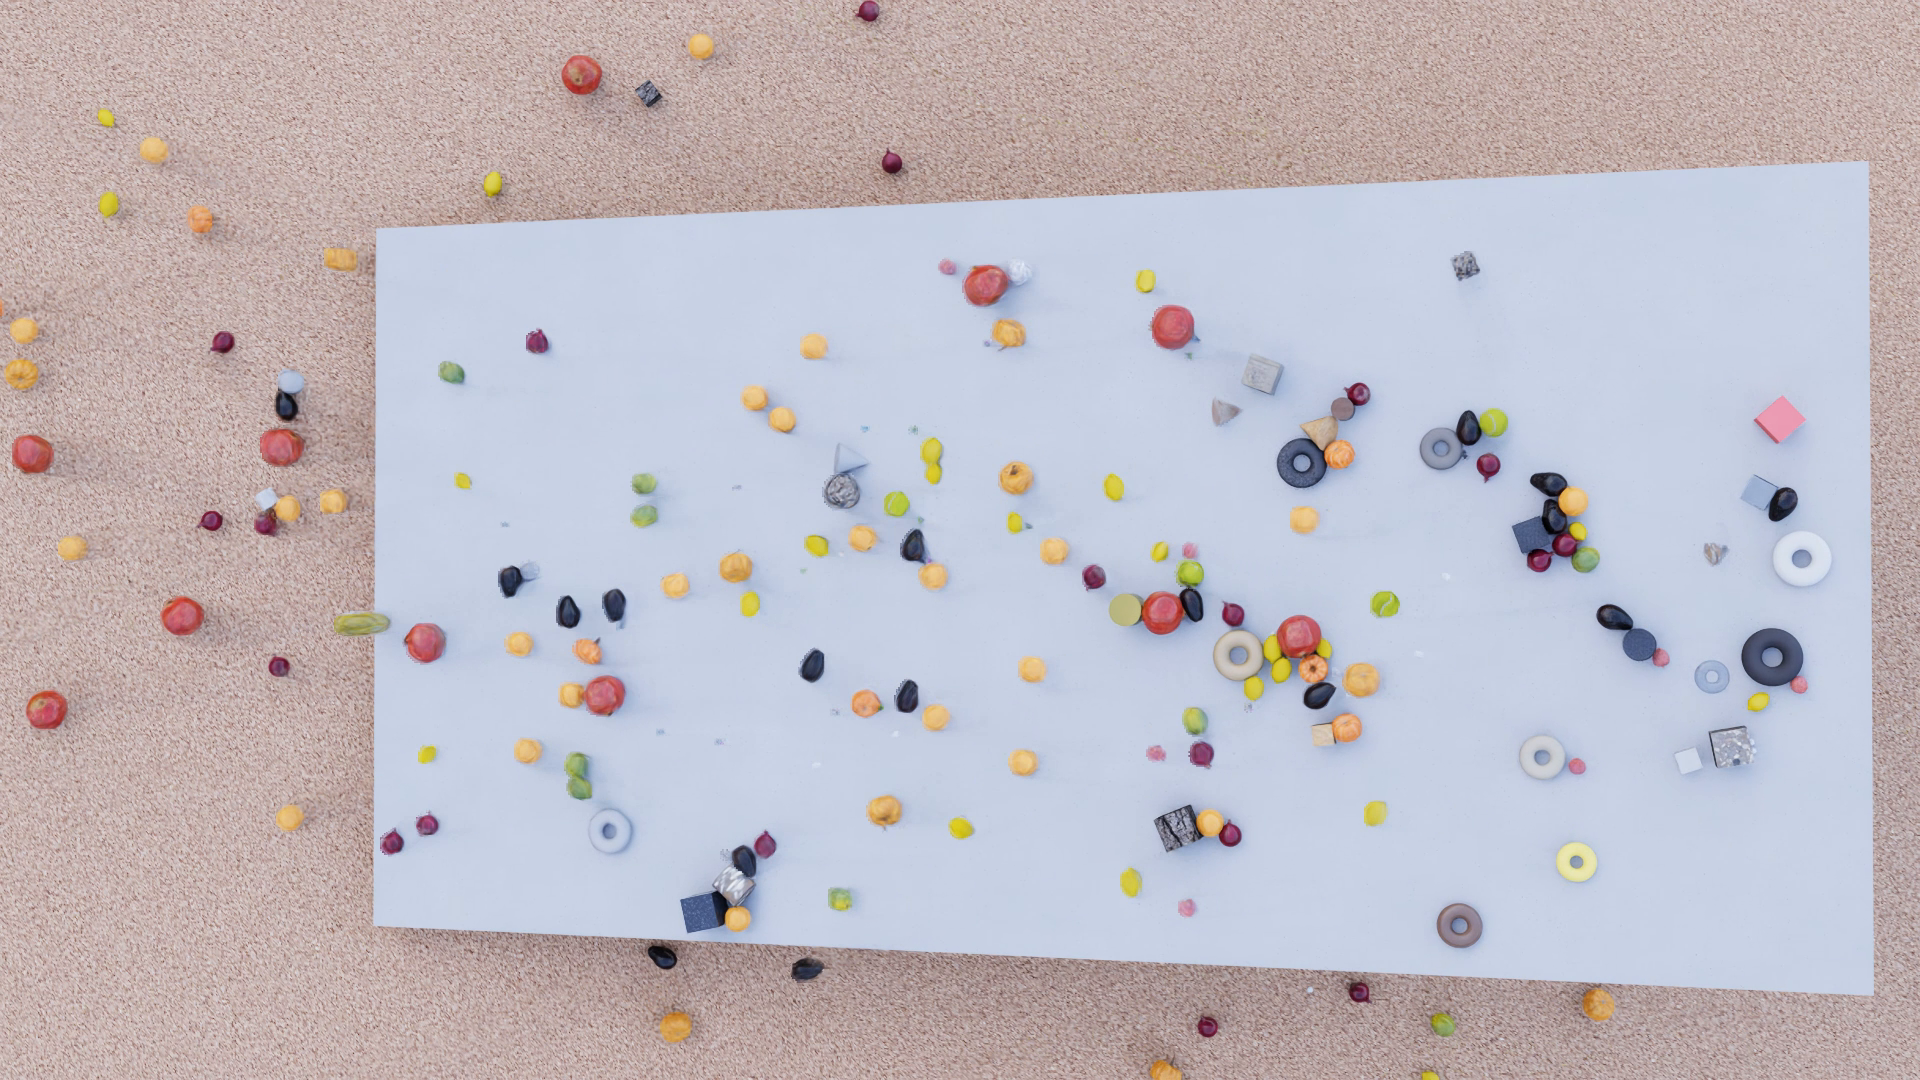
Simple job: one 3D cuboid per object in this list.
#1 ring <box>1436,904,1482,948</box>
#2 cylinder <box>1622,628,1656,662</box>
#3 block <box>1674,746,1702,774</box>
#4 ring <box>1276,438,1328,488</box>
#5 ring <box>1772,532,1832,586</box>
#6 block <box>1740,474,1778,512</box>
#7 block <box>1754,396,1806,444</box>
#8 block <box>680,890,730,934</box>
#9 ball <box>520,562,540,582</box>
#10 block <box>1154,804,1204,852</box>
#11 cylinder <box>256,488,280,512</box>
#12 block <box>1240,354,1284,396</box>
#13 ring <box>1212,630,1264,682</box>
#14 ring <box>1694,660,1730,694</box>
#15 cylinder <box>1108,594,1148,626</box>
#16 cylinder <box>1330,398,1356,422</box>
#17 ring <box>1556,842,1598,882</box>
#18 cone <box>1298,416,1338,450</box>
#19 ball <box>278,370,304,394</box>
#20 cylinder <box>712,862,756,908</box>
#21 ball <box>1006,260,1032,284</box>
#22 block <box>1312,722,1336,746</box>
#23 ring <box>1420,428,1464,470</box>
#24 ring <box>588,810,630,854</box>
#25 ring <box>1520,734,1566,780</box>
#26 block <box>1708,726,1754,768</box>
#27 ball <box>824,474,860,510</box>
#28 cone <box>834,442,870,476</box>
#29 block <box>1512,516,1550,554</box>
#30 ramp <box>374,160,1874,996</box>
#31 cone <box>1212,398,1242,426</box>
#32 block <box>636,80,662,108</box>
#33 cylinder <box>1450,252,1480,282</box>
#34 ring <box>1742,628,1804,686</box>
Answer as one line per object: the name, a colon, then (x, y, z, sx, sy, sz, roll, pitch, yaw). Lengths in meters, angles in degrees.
ring: (1.247, 0.963, 5.489, 0.113, 0.038, 0.113, 0, 90, 14)
cylinder: (1.658, 0.255, 5.368, 0.078, 0.078, 0.078, 0, 89, 15)
block: (1.771, 0.535, 5.347, 0.051, 0.051, 0.051, -20, 84, 14)
ring: (0.872, -0.196, 5.605, 0.129, 0.043, 0.129, -1, 88, 14)
ring: (2.025, 0.045, 5.290, 0.134, 0.045, 0.134, 0, 91, 16)
block: (1.927, -0.114, 5.308, 0.064, 0.064, 0.064, 31, 97, 13)
block: (1.972, -0.289, 5.290, 0.080, 0.080, 0.080, -43, 79, 11)
block: (-0.692, 1.009, 5.981, 0.093, 0.093, 0.093, -14, 86, 14)
ball: (-1.202, 0.087, 6.152, 0.055, 0.055, 0.055, 0, 89, 0)
block: (0.562, 0.741, 5.650, 0.089, 0.089, 0.089, -24, 83, 14)
cylinder: (-2.008, -0.117, 6.384, 0.051, 0.051, 0.051, -40, 101, -1)
block: (0.772, -0.422, 5.615, 0.081, 0.081, 0.081, 22, 95, 14)
ring: (0.715, 0.296, 5.639, 0.134, 0.045, 0.134, 0, 89, 17)
ring: (1.829, 0.333, 5.347, 0.083, 0.028, 0.083, -1, 88, 14)
cylinder: (0.435, 0.180, 5.695, 0.085, 0.085, 0.085, 0, 89, 15)
cylinder: (0.971, -0.331, 5.572, 0.057, 0.057, 0.057, 0, 89, 15)
ring: (1.520, 0.794, 5.421, 0.098, 0.033, 0.098, -1, 88, 14)
cone: (0.899, -0.283, 5.600, 0.091, 0.091, 0.091, 20, 89, 41)
ball: (-1.938, -0.457, 6.377, 0.070, 0.070, 0.070, 0, 89, 0)
cylinder: (-0.613, 0.936, 5.966, 0.085, 0.085, 0.085, 41, 89, 12)
ball: (0.156, -0.706, 5.793, 0.066, 0.066, 0.066, 0, 89, 0)
block: (0.922, 0.493, 5.576, 0.052, 0.052, 0.052, -8, 87, 15)
ring: (1.208, -0.229, 5.518, 0.107, 0.036, 0.107, 0, 91, 16)
ring: (-0.970, 0.807, 6.087, 0.125, 0.042, 0.125, 0, 90, 14)
ring: (1.441, 0.538, 5.443, 0.112, 0.037, 0.112, 0, 90, 15)
block: (1.861, 0.499, 5.306, 0.084, 0.084, 0.084, -12, 86, 15)
ball: (-0.315, -0.128, 5.896, 0.095, 0.095, 0.095, 0, 89, 0)
cone: (-0.286, -0.212, 5.917, 0.092, 0.092, 0.092, 6, 89, -12)
block: (1.413, -0.013, 5.440, 0.073, 0.073, 0.073, -21, 84, 14)
ramp: (0.265, 0.097, 5.837, 4.000, 0.100, 2.000, 0, 89, 15)
cone: (0.694, -0.334, 5.660, 0.072, 0.072, 0.072, -5, 89, -12)
block: (-0.906, -1.299, 6.401, 0.053, 0.053, 0.053, -38, 89, -1)
cylinder: (1.265, -0.684, 5.499, 0.057, 0.057, 0.057, -24, 89, 18)
ring: (1.959, 0.283, 5.302, 0.141, 0.047, 0.141, 0, 89, 19)
